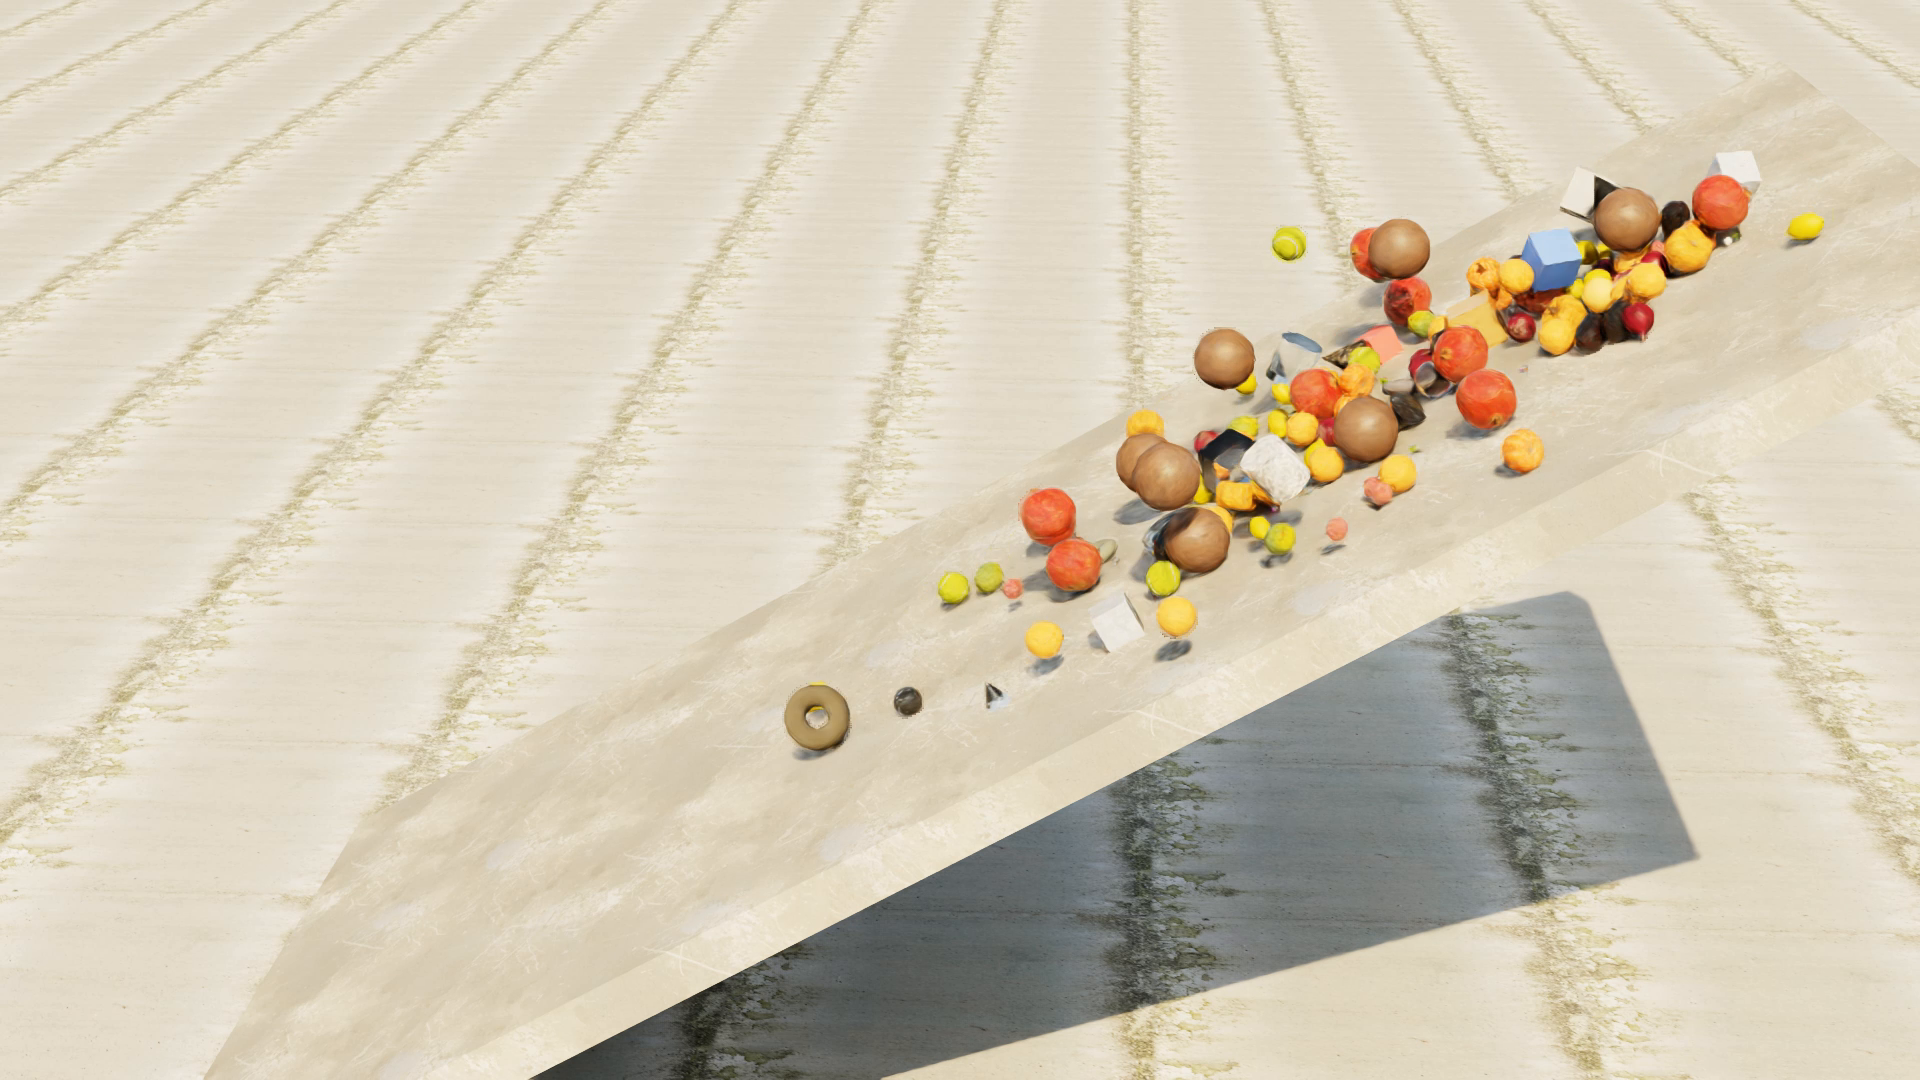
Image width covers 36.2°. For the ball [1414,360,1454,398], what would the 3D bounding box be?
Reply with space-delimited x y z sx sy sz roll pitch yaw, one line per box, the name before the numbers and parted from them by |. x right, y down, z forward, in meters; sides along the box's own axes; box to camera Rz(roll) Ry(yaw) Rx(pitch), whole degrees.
ball | 0.956 -0.325 5.930 0.078 0.078 0.078 0 18 0

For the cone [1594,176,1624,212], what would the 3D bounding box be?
cone | 1.330 -0.731 6.097 0.071 0.071 0.071 -27 33 19

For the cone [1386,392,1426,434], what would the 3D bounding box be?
cone | 0.874 -0.238 5.886 0.081 0.081 0.081 19 44 -19

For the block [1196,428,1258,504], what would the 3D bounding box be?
block | 0.562 -0.152 6.047 0.095 0.095 0.095 -37 44 -21

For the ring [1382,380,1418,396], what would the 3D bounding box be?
ring | 0.903 -0.312 6.023 0.078 0.026 0.078 -5 10 1

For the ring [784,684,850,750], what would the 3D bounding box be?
ring | -0.290 0.361 5.985 0.135 0.135 0.045 -3 -9 -10

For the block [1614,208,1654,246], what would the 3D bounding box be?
block | 1.369 -0.636 5.978 0.054 0.054 0.054 -39 1 2

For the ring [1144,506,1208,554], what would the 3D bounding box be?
ring | 0.441 -0.020 6.010 0.147 0.049 0.147 -29 14 8

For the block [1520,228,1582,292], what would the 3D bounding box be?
block | 1.188 -0.563 5.912 0.084 0.084 0.084 -11 57 -11

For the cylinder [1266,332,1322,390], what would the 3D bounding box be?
cylinder | 0.737 -0.394 6.487 0.096 0.096 0.096 18 25 -9

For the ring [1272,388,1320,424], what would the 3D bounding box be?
ring | 0.726 -0.291 6.362 0.115 0.038 0.115 -30 14 8

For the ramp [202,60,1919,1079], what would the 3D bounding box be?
ramp | 0.142 0.168 6.284 4.000 0.100 2.000 -28 15 12

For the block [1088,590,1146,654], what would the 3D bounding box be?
block | 0.301 0.157 5.644 0.077 0.077 0.077 -29 14 7

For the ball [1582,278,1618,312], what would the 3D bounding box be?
ball | 1.265 -0.484 5.816 0.070 0.070 0.070 0 18 0

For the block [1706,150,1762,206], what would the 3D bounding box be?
block | 1.567 -0.733 5.957 0.075 0.075 0.075 -6 61 -6

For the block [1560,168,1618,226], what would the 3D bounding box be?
block | 1.333 -0.727 6.236 0.090 0.090 0.090 24 4 11

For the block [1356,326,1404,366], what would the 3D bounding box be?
block | 0.910 -0.423 6.383 0.062 0.062 0.062 -35 15 -15

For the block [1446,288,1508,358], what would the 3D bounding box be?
block | 1.070 -0.447 6.080 0.092 0.092 0.092 -27 15 17

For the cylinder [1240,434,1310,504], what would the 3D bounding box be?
cylinder | 0.599 -0.136 5.586 0.094 0.094 0.094 -36 26 20

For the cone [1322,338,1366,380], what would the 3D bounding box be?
cone | 0.820 -0.389 6.312 0.090 0.090 0.090 2 18 18

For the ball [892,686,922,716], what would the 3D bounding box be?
ball | -0.105 0.325 5.932 0.060 0.060 0.060 0 18 0

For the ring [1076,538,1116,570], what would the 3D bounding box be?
ring | 0.287 0.030 6.183 0.097 0.032 0.097 -32 12 7

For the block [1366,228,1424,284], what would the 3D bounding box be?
block | 0.992 -0.650 6.709 0.097 0.097 0.097 -7 14 25

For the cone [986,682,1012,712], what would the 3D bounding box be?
cone | 0.063 0.296 5.700 0.055 0.055 0.055 -29 14 8
